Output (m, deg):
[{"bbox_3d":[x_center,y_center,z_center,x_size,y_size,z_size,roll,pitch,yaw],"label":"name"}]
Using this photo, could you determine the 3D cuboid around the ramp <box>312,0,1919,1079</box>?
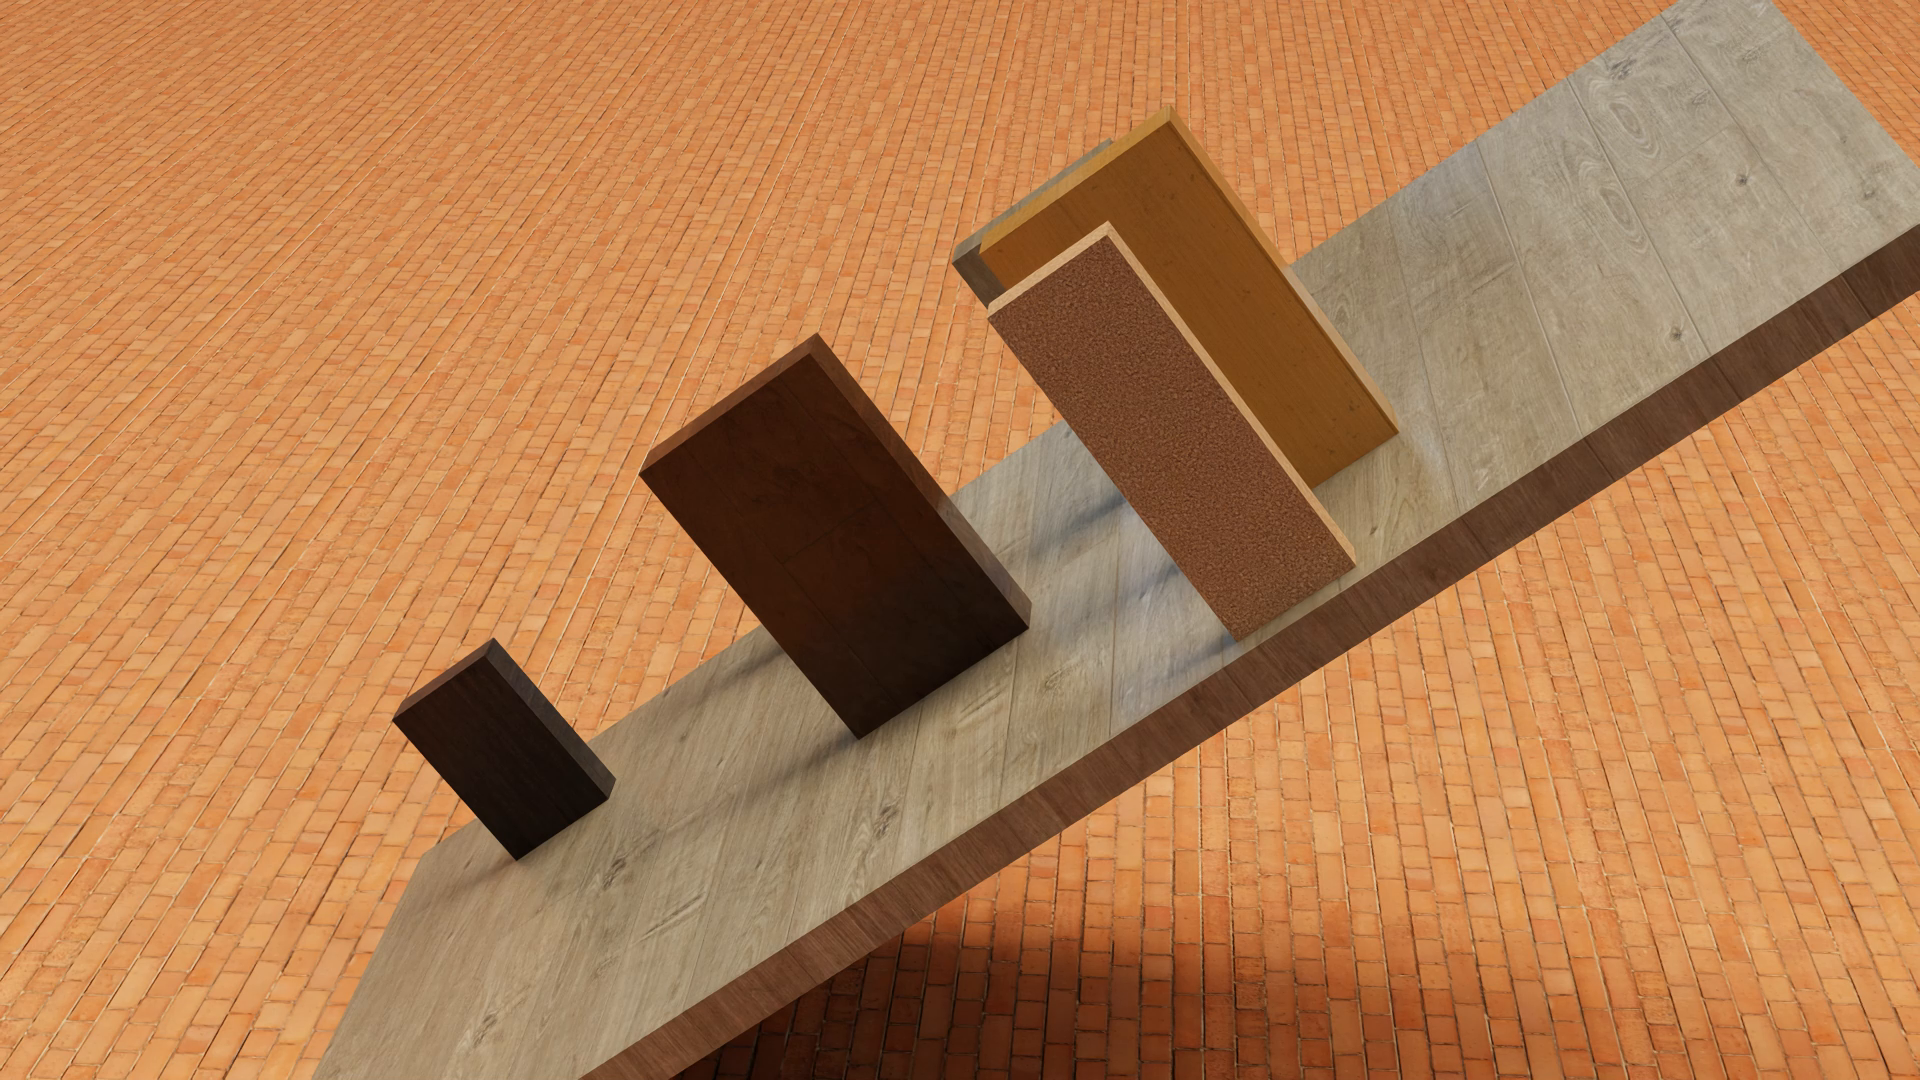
[{"bbox_3d":[0.130,0.178,6.320,4.000,0.100,2.000,-34,16,16],"label":"ramp"}]

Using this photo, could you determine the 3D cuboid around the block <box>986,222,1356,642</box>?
[{"bbox_3d":[0.377,-0.184,5.185,0.257,0.753,0.084,-34,16,16],"label":"block"}]

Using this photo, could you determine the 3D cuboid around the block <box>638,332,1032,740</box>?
[{"bbox_3d":[-0.253,-0.001,6.114,0.449,0.740,0.132,-34,16,16],"label":"block"}]

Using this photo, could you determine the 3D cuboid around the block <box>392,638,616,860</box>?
[{"bbox_3d":[-1.098,0.507,7.102,0.295,0.465,0.106,-34,16,16],"label":"block"}]

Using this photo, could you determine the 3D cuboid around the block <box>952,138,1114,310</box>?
[{"bbox_3d":[0.343,-0.468,6.256,0.406,0.650,0.126,-34,16,16],"label":"block"}]

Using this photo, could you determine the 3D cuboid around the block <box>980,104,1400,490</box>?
[{"bbox_3d":[0.442,-0.395,5.636,0.440,0.754,0.125,-34,16,16],"label":"block"}]
